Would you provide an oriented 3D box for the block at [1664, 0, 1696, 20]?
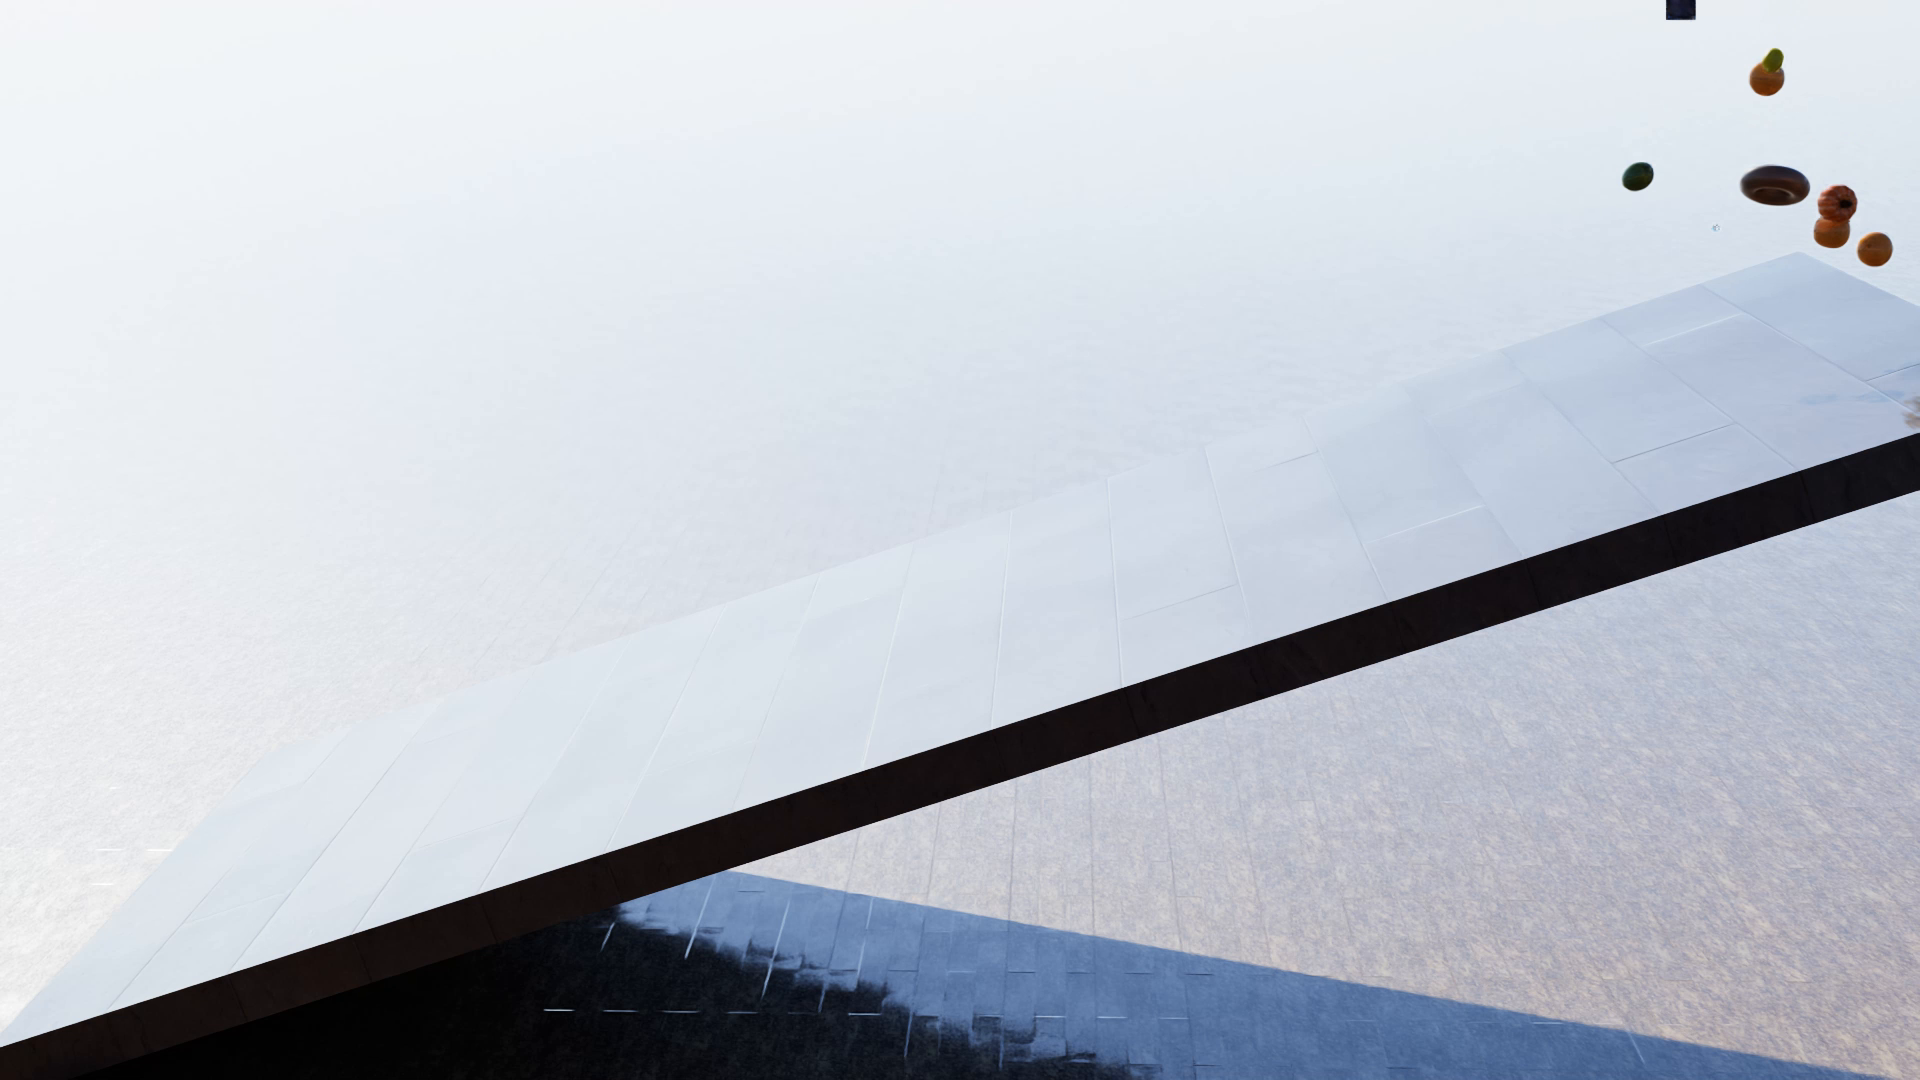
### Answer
[{"bbox_3d":[1.451,-1.082,5.917,0.059,0.059,0.059,5,26,14],"label":"block"}]

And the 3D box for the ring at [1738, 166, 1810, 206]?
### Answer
[{"bbox_3d":[1.662,-0.724,6.003,0.144,0.048,0.144,11,-13,2],"label":"ring"}]

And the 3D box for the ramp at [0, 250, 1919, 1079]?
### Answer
[{"bbox_3d":[0.107,0.180,6.305,4.000,0.100,2.000,-18,11,6],"label":"ramp"}]
